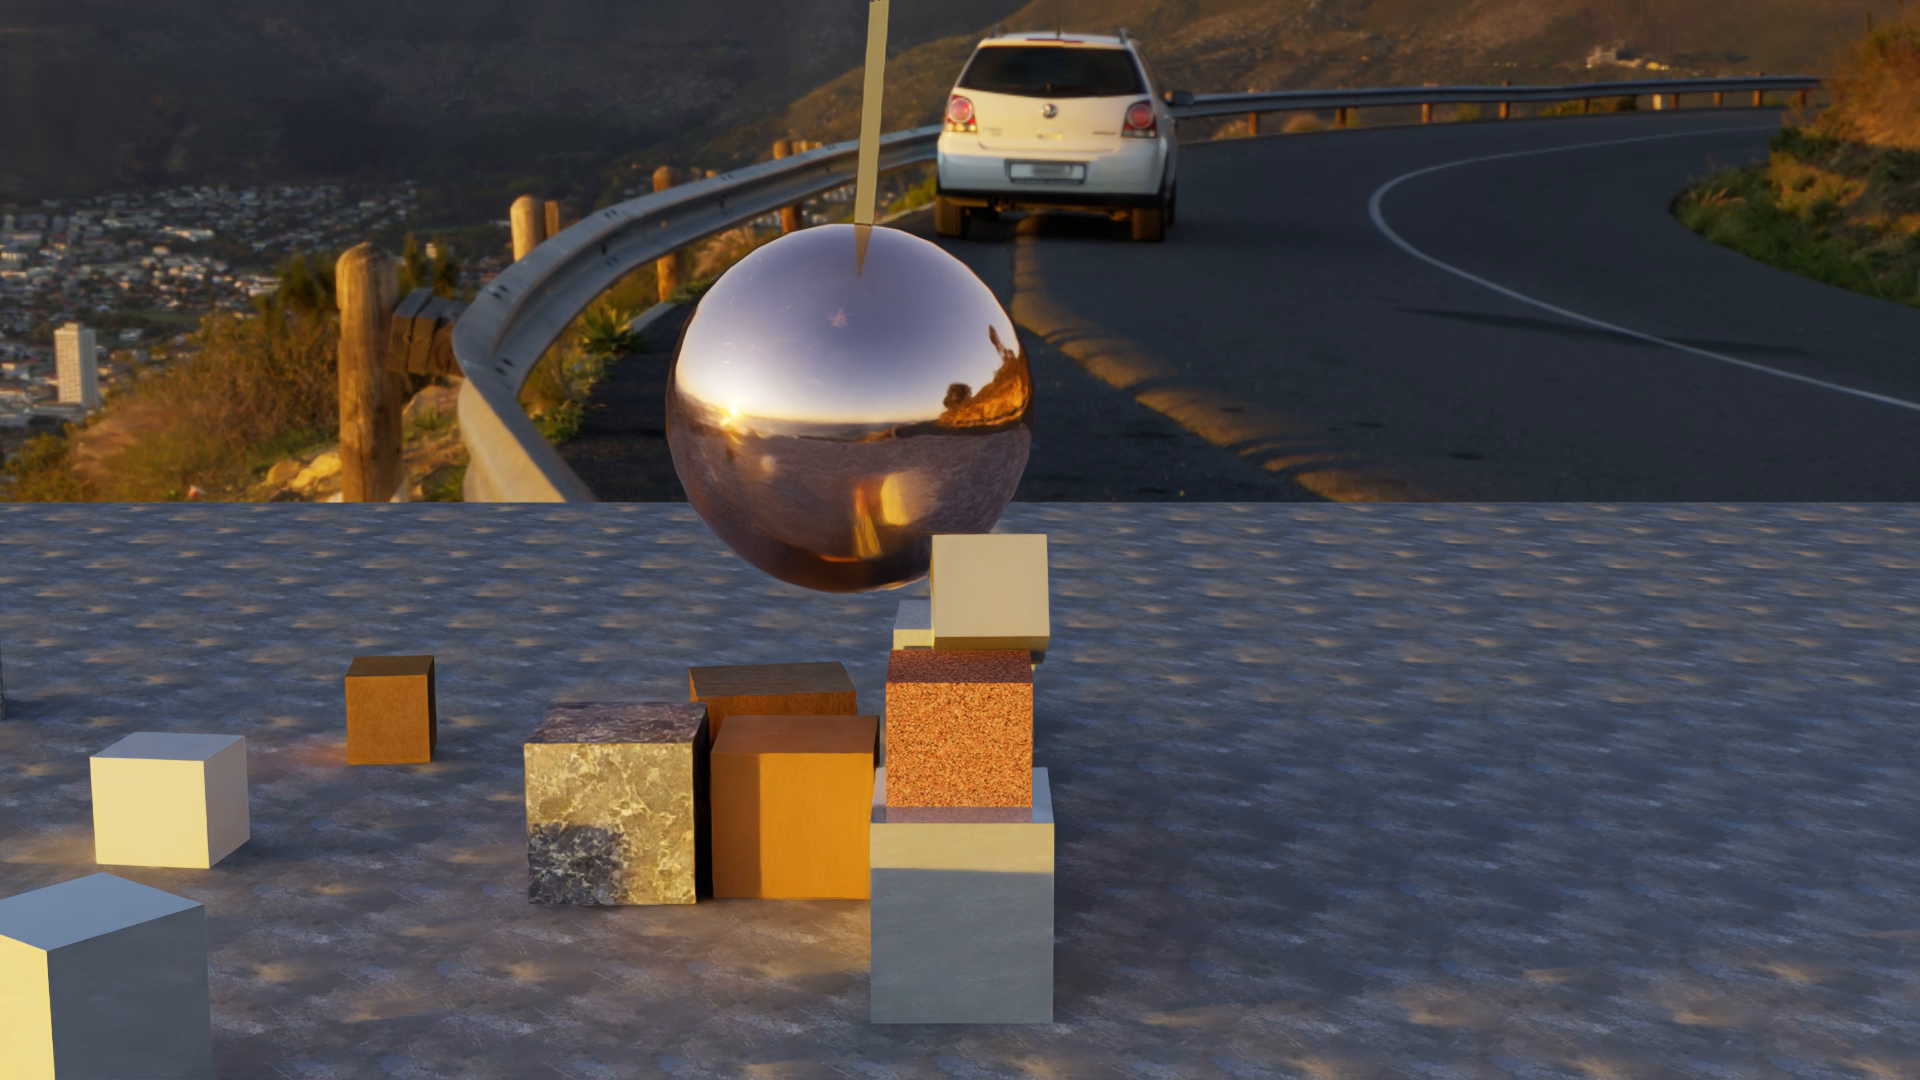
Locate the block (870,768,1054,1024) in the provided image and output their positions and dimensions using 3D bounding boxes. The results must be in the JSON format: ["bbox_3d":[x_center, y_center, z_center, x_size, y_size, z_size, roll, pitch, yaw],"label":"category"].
[{"bbox_3d":[0.007,1.359,9.923,0.681,0.776,0.779,0,10,0],"label":"block"}]

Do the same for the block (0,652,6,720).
[{"bbox_3d":[-5.617,0.727,14.209,0.576,0.485,0.534,-4,11,-22],"label":"block"}]

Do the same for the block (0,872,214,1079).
[{"bbox_3d":[-3.048,1.601,8.903,0.601,0.665,0.614,8,13,37],"label":"block"}]

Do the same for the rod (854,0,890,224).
[{"bbox_3d":[-0.205,-3.901,10.471,0.080,5.200,0.080,4,10,-1],"label":"rod"}]

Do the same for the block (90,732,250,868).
[{"bbox_3d":[-3.593,1.180,11.696,0.531,0.494,0.460,1,10,7],"label":"block"}]

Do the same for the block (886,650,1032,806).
[{"bbox_3d":[0.000,0.721,9.922,0.550,0.480,0.560,0,10,0],"label":"block"}]

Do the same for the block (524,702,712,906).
[{"bbox_3d":[-1.487,1.146,11.267,0.709,0.711,0.729,0,10,0],"label":"block"}]

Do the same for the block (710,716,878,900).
[{"bbox_3d":[-0.716,1.170,11.321,0.693,0.647,0.660,0,10,0],"label":"block"}]

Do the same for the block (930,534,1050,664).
[{"bbox_3d":[0.114,0.241,10.253,0.449,0.420,0.415,0,-18,-2],"label":"block"}]

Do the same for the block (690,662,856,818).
[{"bbox_3d":[-0.900,0.987,12.291,0.742,0.660,0.629,-2,10,-9],"label":"block"}]

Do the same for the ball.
[{"bbox_3d":[-0.472,-0.566,11.077,1.600,1.600,1.600,0,10,0],"label":"ball"}]

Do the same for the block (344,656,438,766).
[{"bbox_3d":[-2.967,0.884,13.402,0.413,0.465,0.460,-1,10,-7],"label":"block"}]

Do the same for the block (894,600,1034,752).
[{"bbox_3d":[0.030,0.722,13.761,0.734,0.657,0.763,0,10,1],"label":"block"}]

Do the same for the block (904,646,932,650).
[{"bbox_3d":[0.008,0.772,10.504,0.497,0.567,0.562,0,10,1],"label":"block"}]
